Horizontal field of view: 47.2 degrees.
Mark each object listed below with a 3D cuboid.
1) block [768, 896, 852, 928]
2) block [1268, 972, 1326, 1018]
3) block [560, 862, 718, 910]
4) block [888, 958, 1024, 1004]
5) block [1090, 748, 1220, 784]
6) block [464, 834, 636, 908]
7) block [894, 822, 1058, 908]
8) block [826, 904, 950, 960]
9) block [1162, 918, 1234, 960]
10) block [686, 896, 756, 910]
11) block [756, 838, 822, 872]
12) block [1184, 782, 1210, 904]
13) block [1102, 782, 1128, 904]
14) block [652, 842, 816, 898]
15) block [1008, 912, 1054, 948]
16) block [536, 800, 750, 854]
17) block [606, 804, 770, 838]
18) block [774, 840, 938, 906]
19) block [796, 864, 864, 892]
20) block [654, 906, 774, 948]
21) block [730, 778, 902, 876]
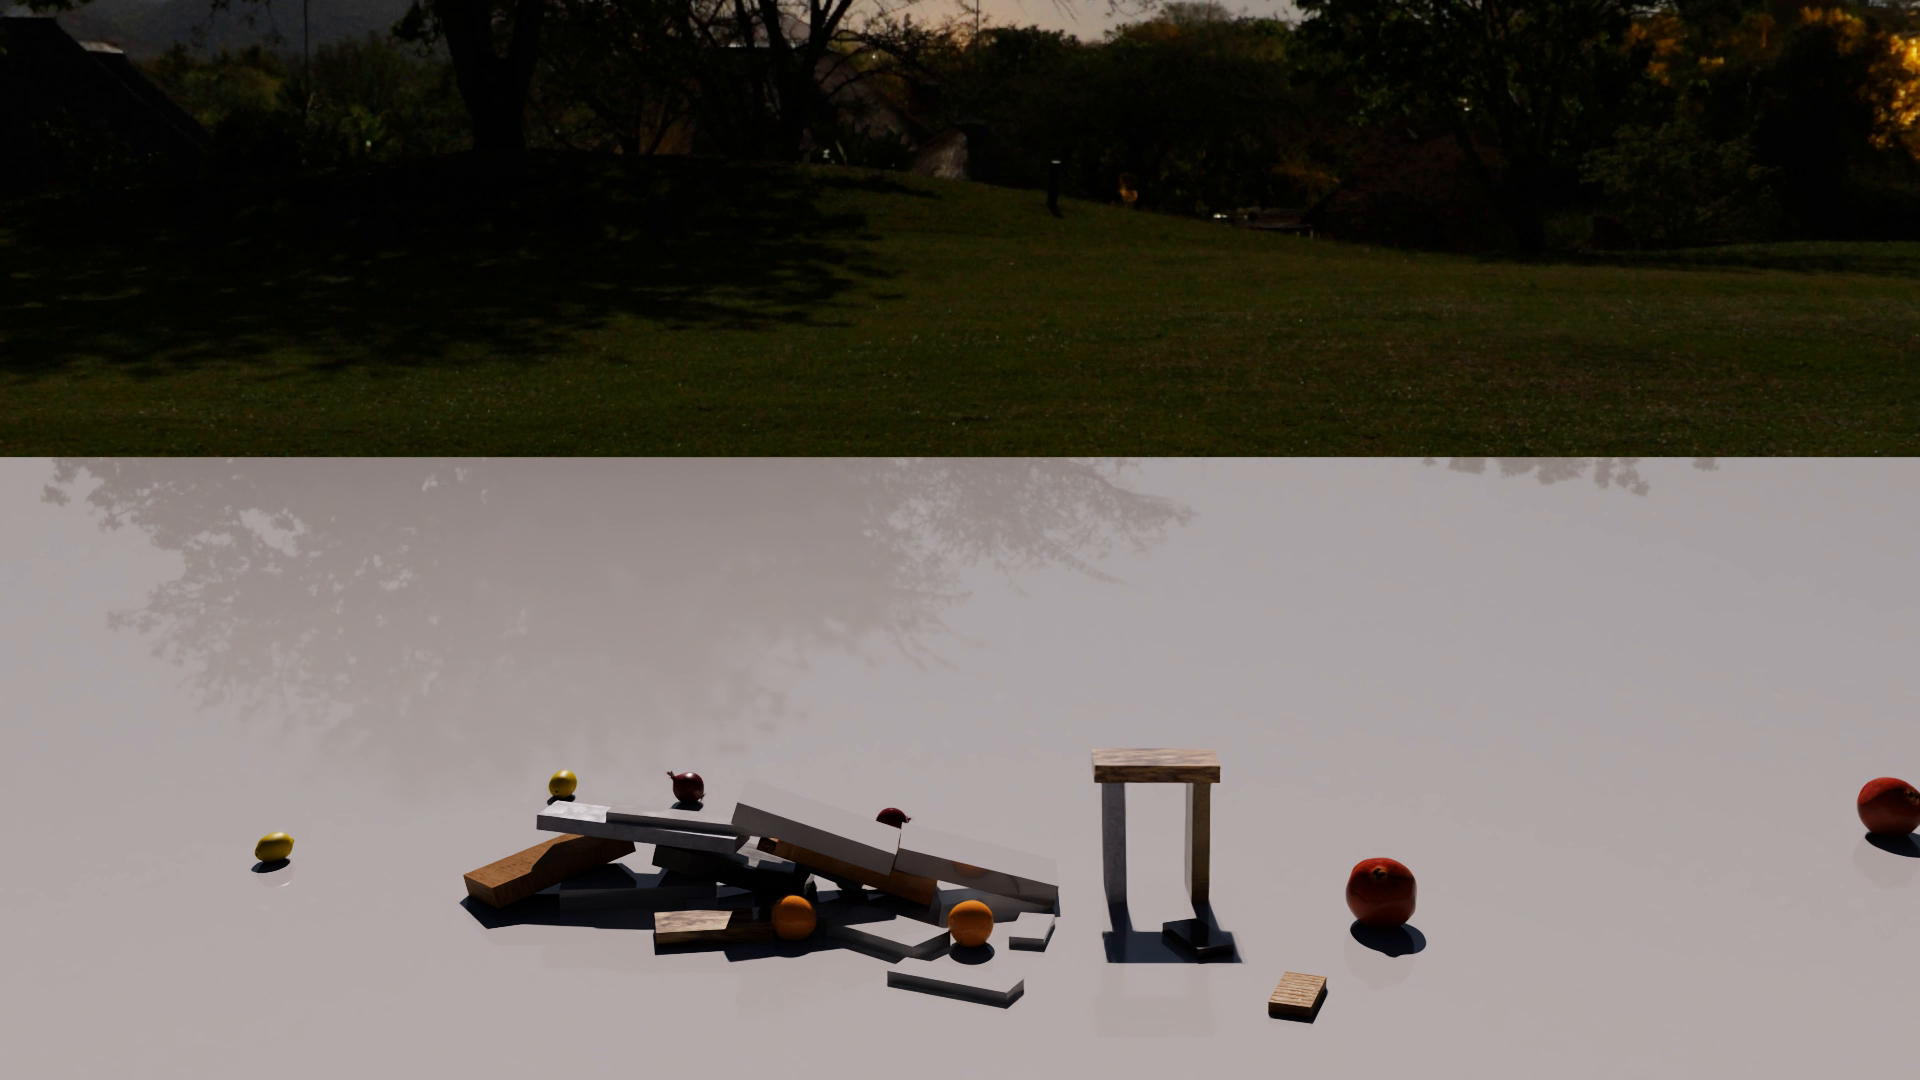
[{"bbox_3d":[-0.245,0.602,3.554,0.128,0.018,0.064,5,12,24],"label":"block"},{"bbox_3d":[0.494,0.665,3.217,0.062,0.017,0.123,4,11,19],"label":"block"},{"bbox_3d":[-0.531,0.574,3.656,0.255,0.036,0.127,-1,11,-4],"label":"block"},{"bbox_3d":[-0.007,0.655,3.272,0.196,0.017,0.062,5,12,25],"label":"block"},{"bbox_3d":[0.322,0.372,3.634,0.205,0.029,0.103,0,11,0],"label":"block"},{"bbox_3d":[-0.685,0.539,3.673,0.255,0.036,0.127,-20,13,-31],"label":"block"},{"bbox_3d":[0.028,0.540,3.659,0.269,0.038,0.135,14,10,-2],"label":"block"},{"bbox_3d":[-0.114,0.617,3.452,0.182,0.026,0.091,8,13,39],"label":"block"},{"bbox_3d":[0.372,0.624,3.441,0.062,0.017,0.123,-4,11,-21],"label":"block"},{"bbox_3d":[-0.390,0.599,3.579,0.111,0.016,0.055,-2,11,-10],"label":"block"},{"bbox_3d":[-0.278,0.517,3.660,0.114,0.016,0.057,19,10,0],"label":"block"},{"bbox_3d":[0.395,0.488,3.655,0.029,0.205,0.103,0,11,0],"label":"block"},{"bbox_3d":[0.256,0.488,3.654,0.029,0.205,0.103,-2,11,-1],"label":"block"},{"bbox_3d":[-0.374,0.540,3.676,0.255,0.036,0.127,14,10,4],"label":"block"},{"bbox_3d":[0.114,0.617,3.480,0.055,0.016,0.111,2,11,11],"label":"block"},{"bbox_3d":[-0.527,0.479,3.668,0.342,0.026,0.091,6,9,10],"label":"block"},{"bbox_3d":[-0.441,0.466,3.652,0.287,0.016,0.055,5,9,6],"label":"block"},{"bbox_3d":[-0.168,0.526,3.655,0.269,0.038,0.135,19,10,0],"label":"block"},{"bbox_3d":[-0.214,0.553,3.679,0.114,0.016,0.057,20,10,8],"label":"block"},{"bbox_3d":[-0.390,0.612,3.478,0.182,0.026,0.091,-2,11,-10],"label":"block"},{"bbox_3d":[-0.234,0.471,3.613,0.269,0.038,0.135,18,10,-1],"label":"block"}]
